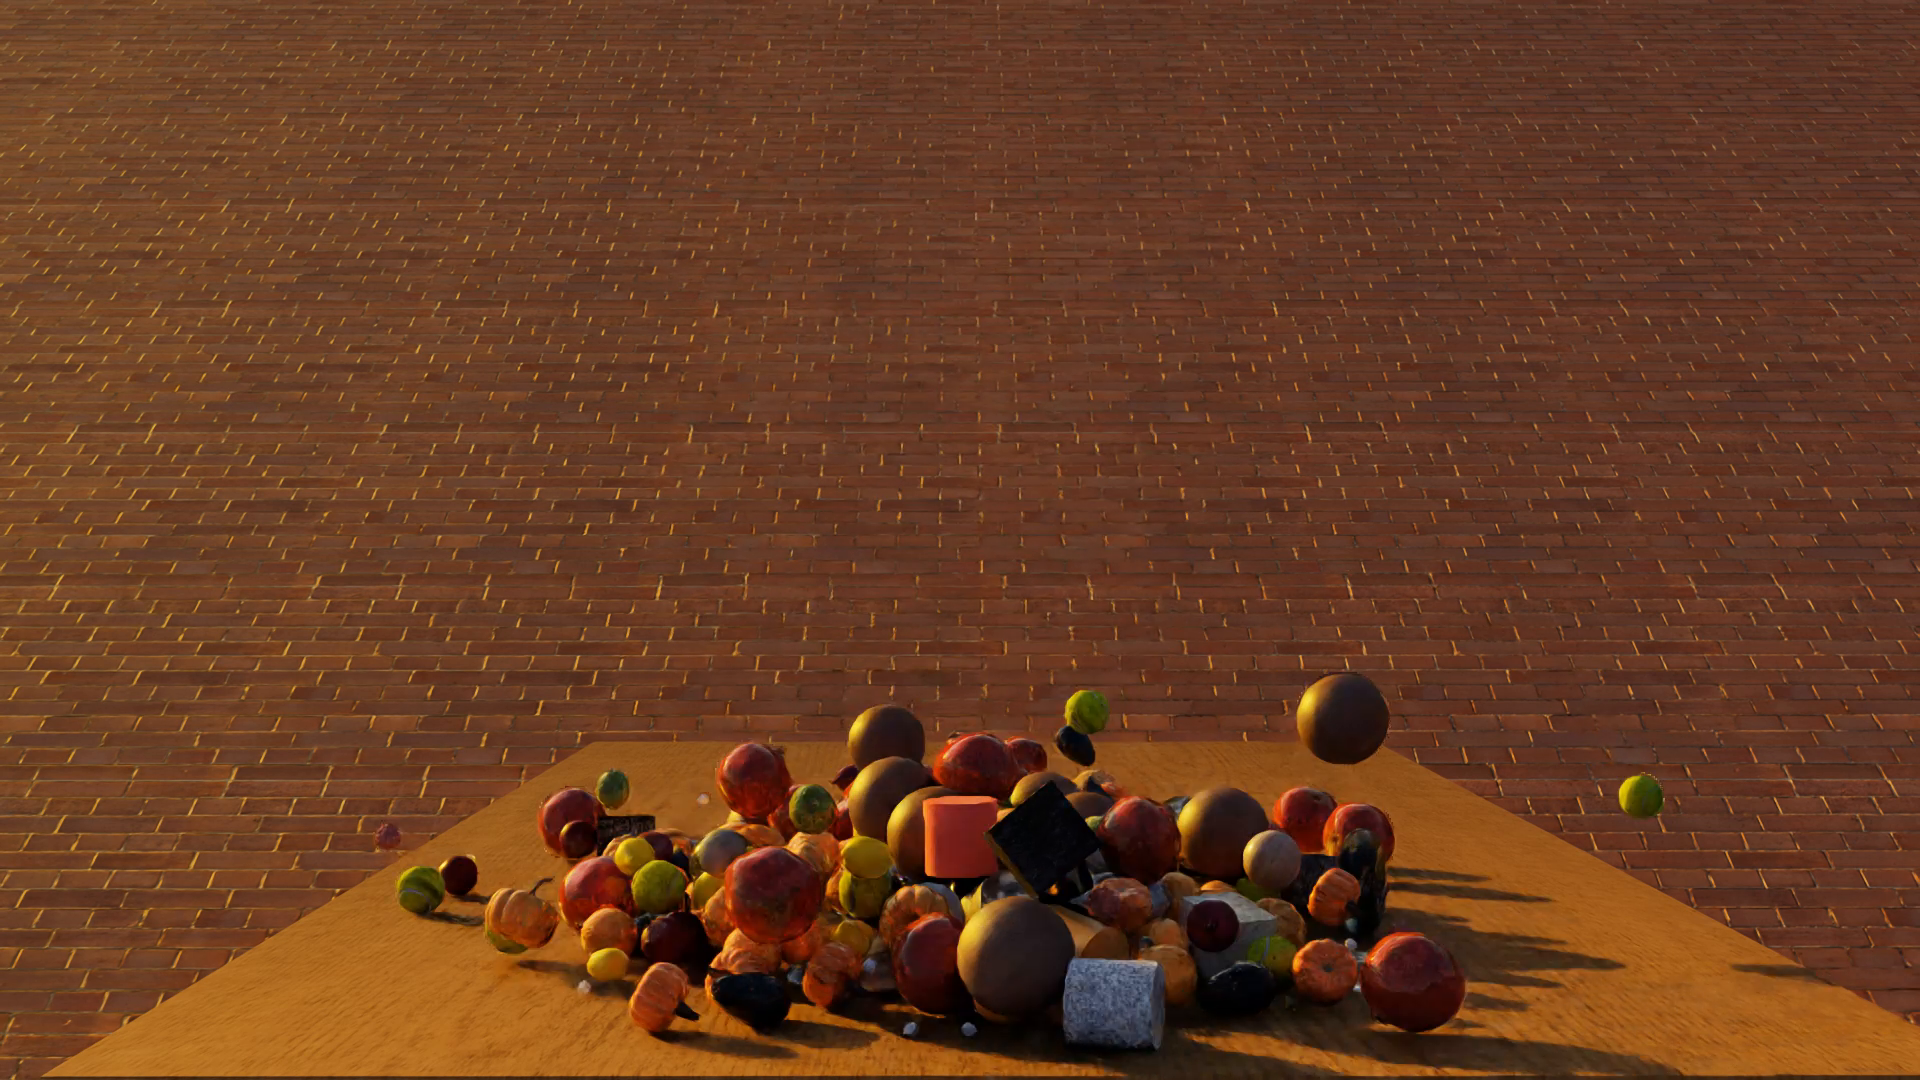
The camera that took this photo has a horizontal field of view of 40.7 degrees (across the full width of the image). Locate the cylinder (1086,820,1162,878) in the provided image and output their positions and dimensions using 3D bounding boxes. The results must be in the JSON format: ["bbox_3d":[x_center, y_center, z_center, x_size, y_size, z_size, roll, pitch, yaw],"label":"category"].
[{"bbox_3d":[0.209,0.441,3.471,0.091,0.091,0.091,35,41,18],"label":"cylinder"}]

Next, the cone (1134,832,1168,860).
[{"bbox_3d":[0.308,0.520,4.247,0.058,0.058,0.058,7,29,13],"label":"cone"}]

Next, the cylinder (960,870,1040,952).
[{"bbox_3d":[0.047,0.463,3.228,0.080,0.080,0.080,10,62,-20],"label":"cylinder"}]

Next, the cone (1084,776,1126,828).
[{"bbox_3d":[0.203,0.382,3.845,0.068,0.068,0.068,-19,7,2],"label":"cone"}]

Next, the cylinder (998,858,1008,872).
[{"bbox_3d":[0.068,0.501,4.094,0.053,0.053,0.053,-4,25,26],"label":"cylinder"}]

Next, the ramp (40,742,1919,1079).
[{"bbox_3d":[0.065,0.580,4.626,2.000,0.100,4.000,0,0,0],"label":"ramp"}]

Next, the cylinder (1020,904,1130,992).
[{"bbox_3d":[0.135,0.487,3.047,0.091,0.091,0.091,-25,31,-38],"label":"cylinder"}]

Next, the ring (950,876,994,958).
[{"bbox_3d":[0.020,0.478,3.318,0.039,0.118,0.118,-8,24,24],"label":"ring"}]

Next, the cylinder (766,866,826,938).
[{"bbox_3d":[-0.218,0.484,3.460,0.068,0.068,0.068,4,35,8],"label":"cylinder"}]

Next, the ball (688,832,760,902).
[{"bbox_3d":[-0.311,0.430,3.418,0.093,0.093,0.093,0,29,0],"label":"ball"}]

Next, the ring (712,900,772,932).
[{"bbox_3d":[-0.288,0.509,3.498,0.097,0.097,0.032,-4,73,-6],"label":"ring"}]

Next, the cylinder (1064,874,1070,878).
[{"bbox_3d":[0.142,0.493,4.081,0.077,0.077,0.077,-3,22,36],"label":"cylinder"}]

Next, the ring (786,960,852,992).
[{"bbox_3d":[-0.168,0.520,3.080,0.078,0.026,0.078,4,4,0],"label":"ring"}]

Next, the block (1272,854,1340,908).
[{"bbox_3d":[0.502,0.491,3.716,0.075,0.075,0.075,-4,-12,41],"label":"block"}]

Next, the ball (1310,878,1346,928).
[{"bbox_3d":[0.520,0.504,3.589,0.067,0.067,0.067,0,29,0],"label":"ball"}]

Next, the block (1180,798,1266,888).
[{"bbox_3d":[0.375,0.434,3.695,0.093,0.093,0.093,20,-12,8],"label":"block"}]

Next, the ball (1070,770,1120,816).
[{"bbox_3d":[0.254,0.481,4.889,0.094,0.094,0.094,0,29,0],"label":"ball"}]

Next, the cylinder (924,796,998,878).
[{"bbox_3d":[0.001,0.376,3.278,0.093,0.093,0.093,-1,1,0],"label":"cylinder"}]

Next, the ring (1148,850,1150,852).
[{"bbox_3d":[0.253,0.508,4.034,0.106,0.035,0.106,-7,19,2],"label":"ring"}]

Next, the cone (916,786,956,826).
[{"bbox_3d":[-0.022,0.441,4.307,0.078,0.078,0.078,12,65,21],"label":"cone"}]

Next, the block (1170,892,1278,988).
[{"bbox_3d":[0.323,0.488,3.158,0.084,0.084,0.084,0,17,-35],"label":"block"}]

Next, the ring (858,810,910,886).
[{"bbox_3d":[-0.116,0.473,3.963,0.043,0.129,0.129,-23,35,-15],"label":"ring"}]

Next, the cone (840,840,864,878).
[{"bbox_3d":[-0.141,0.518,4.060,0.071,0.071,0.071,28,28,-9],"label":"cone"}]

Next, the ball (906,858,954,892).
[{"bbox_3d":[-0.035,0.484,3.627,0.083,0.083,0.083,0,29,0],"label":"ball"}]

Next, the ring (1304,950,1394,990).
[{"bbox_3d":[0.473,0.523,3.142,0.108,0.036,0.108,1,1,0],"label":"ring"}]

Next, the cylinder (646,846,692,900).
[{"bbox_3d":[-0.424,0.492,3.827,0.057,0.057,0.057,-40,41,-12],"label":"cylinder"}]

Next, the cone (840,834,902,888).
[{"bbox_3d":[-0.140,0.474,3.708,0.082,0.082,0.082,-25,20,24],"label":"cone"}]

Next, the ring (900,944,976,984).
[{"bbox_3d":[-0.041,0.520,3.174,0.123,0.041,0.123,-2,-3,0],"label":"ring"}]

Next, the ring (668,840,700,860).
[{"bbox_3d":[-0.446,0.519,4.314,0.086,0.029,0.086,1,-1,0],"label":"ring"}]

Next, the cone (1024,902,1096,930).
[{"bbox_3d":[0.120,0.465,3.163,0.097,0.097,0.097,-2,20,-4],"label":"cone"}]

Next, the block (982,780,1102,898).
[{"bbox_3d":[0.097,0.357,3.079,0.097,0.097,0.097,-38,-5,-9],"label":"block"}]

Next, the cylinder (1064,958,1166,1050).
[{"bbox_3d":[0.166,0.496,2.765,0.094,0.094,0.094,1,28,14],"label":"cylinder"}]

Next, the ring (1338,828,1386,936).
[{"bbox_3d":[0.546,0.465,3.511,0.049,0.147,0.147,-1,27,18],"label":"ring"}]

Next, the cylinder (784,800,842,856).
[{"bbox_3d":[-0.247,0.485,4.345,0.093,0.093,0.093,0,29,-2],"label":"cylinder"}]

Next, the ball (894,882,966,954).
[{"bbox_3d":[-0.036,0.457,3.129,0.085,0.085,0.085,0,29,0],"label":"ball"}]

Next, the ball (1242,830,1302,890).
[{"bbox_3d":[0.410,0.420,3.393,0.078,0.078,0.078,0,29,0],"label":"ball"}]

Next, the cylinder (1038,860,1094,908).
[{"bbox_3d":[0.111,0.408,3.306,0.096,0.096,0.096,-17,6,2],"label":"cylinder"}]

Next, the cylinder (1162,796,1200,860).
[{"bbox_3d":[0.344,0.463,4.145,0.083,0.083,0.083,13,21,23],"label":"cylinder"}]

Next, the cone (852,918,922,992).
[{"bbox_3d":[-0.090,0.495,3.094,0.085,0.085,0.085,-3,-5,0],"label":"cone"}]

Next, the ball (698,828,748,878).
[{"bbox_3d":[-0.297,0.393,3.238,0.062,0.062,0.062,0,29,0],"label":"ball"}]

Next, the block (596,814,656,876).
[{"bbox_3d":[-0.529,0.483,4.101,0.092,0.092,0.092,0,-5,-7],"label":"block"}]

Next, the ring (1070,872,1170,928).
[{"bbox_3d":[0.206,0.464,3.335,0.131,0.044,0.131,-1,12,0],"label":"ring"}]

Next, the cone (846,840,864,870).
[{"bbox_3d":[-0.165,0.513,4.103,0.054,0.054,0.054,18,28,29],"label":"cone"}]
